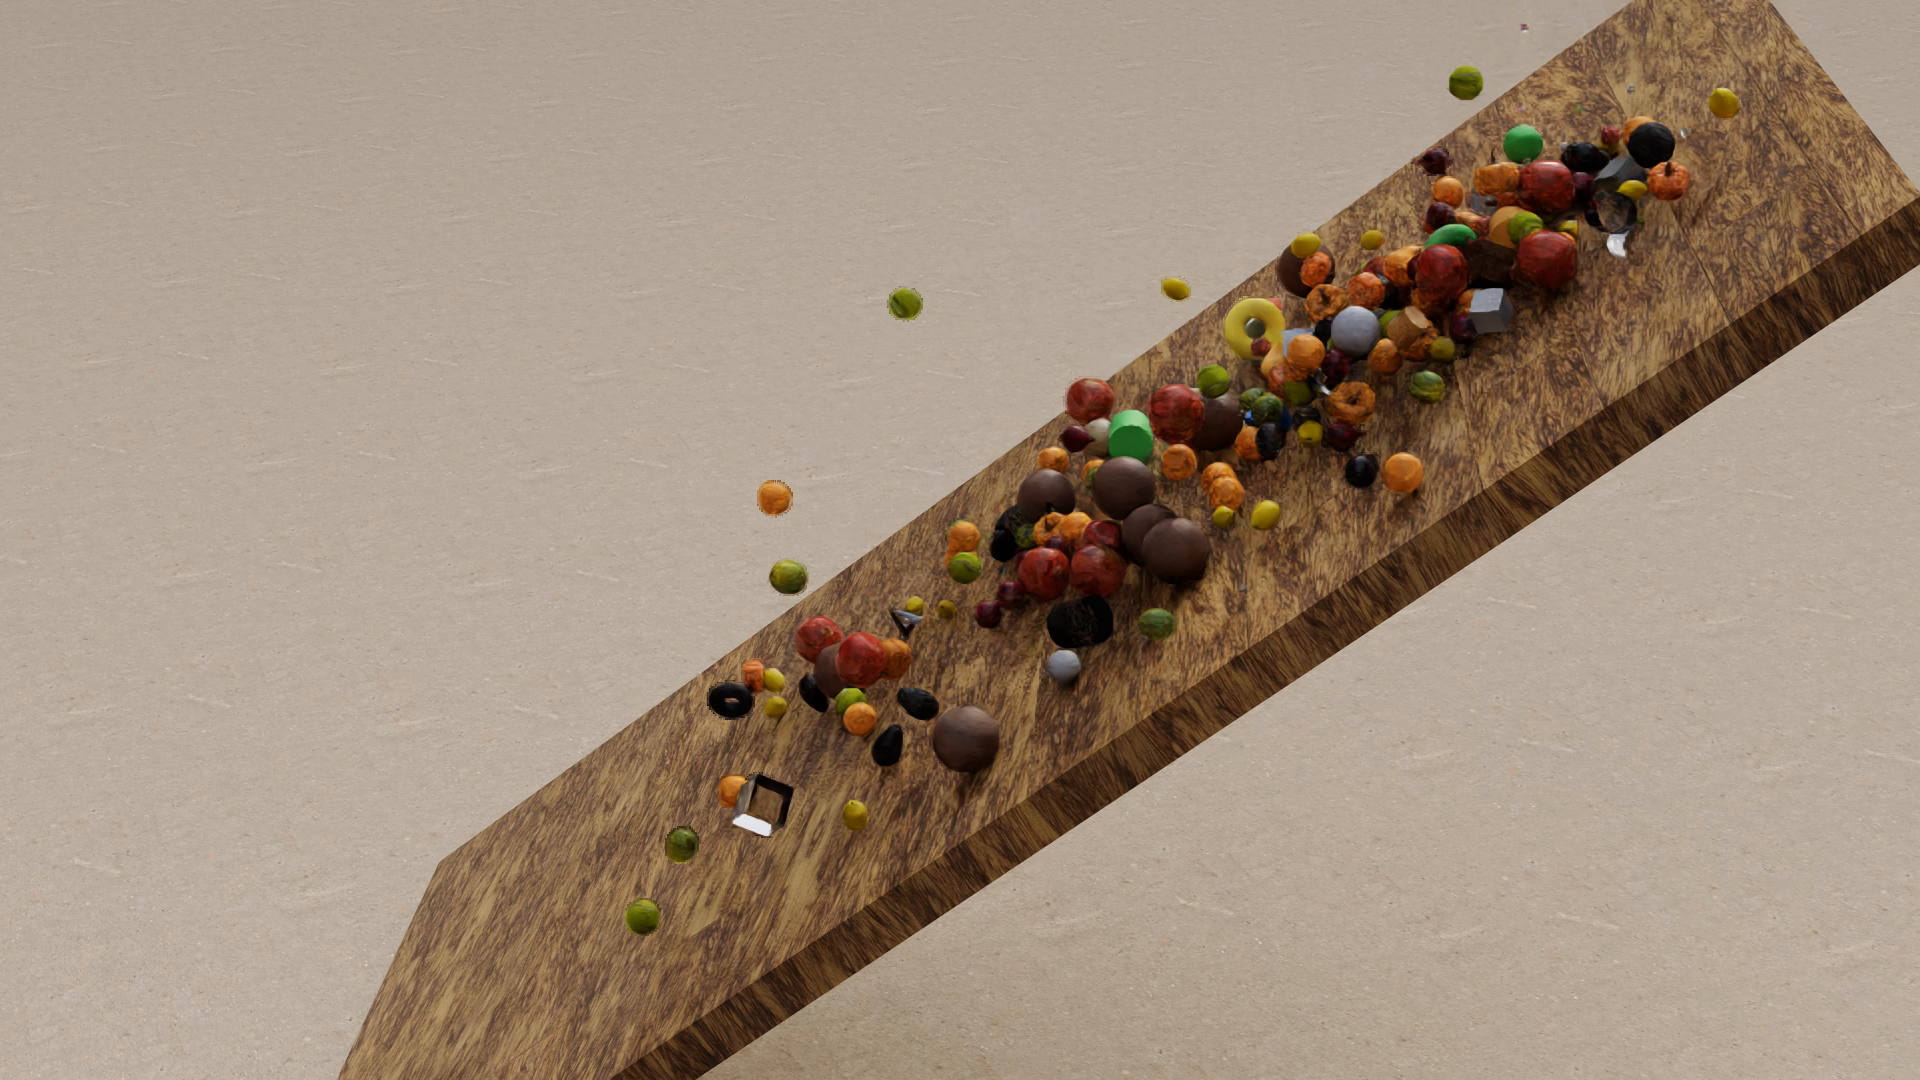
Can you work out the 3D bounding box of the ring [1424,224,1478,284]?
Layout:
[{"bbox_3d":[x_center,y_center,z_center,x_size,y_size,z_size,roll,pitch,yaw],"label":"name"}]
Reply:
[{"bbox_3d":[0.996,-0.578,5.959,0.128,0.128,0.043,-9,24,-20],"label":"ring"}]

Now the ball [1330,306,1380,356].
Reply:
[{"bbox_3d":[0.762,-0.402,5.666,0.096,0.096,0.096,0,23,0],"label":"ball"}]

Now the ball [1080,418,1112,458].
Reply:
[{"bbox_3d":[0.318,-0.230,6.658,0.088,0.088,0.088,0,23,0],"label":"ball"}]

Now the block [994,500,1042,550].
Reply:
[{"bbox_3d":[0.131,-0.033,6.598,0.066,0.066,0.066,-27,21,40],"label":"block"}]

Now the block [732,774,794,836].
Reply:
[{"bbox_3d":[-0.392,0.528,5.851,0.083,0.083,0.083,24,59,-18],"label":"block"}]

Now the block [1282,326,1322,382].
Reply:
[{"bbox_3d":[0.709,-0.382,6.060,0.080,0.080,0.080,-6,66,8],"label":"block"}]

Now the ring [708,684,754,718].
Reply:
[{"bbox_3d":[-0.537,0.377,6.906,0.104,0.104,0.035,0,45,0],"label":"ring"}]

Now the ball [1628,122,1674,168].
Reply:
[{"bbox_3d":[1.345,-0.768,5.722,0.090,0.090,0.090,0,23,0],"label":"ball"}]

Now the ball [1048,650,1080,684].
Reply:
[{"bbox_3d":[0.201,0.244,5.682,0.065,0.065,0.065,0,23,0],"label":"ball"}]

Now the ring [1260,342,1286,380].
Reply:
[{"bbox_3d":[0.697,-0.390,6.297,0.126,0.042,0.126,-37,17,13],"label":"ring"}]

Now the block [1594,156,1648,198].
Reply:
[{"bbox_3d":[1.288,-0.703,5.728,0.060,0.060,0.060,-48,17,-20],"label":"block"}]

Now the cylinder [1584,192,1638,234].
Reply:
[{"bbox_3d":[1.238,-0.622,5.595,0.076,0.076,0.076,-4,11,-9],"label":"cylinder"}]

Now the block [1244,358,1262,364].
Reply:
[{"bbox_3d":[0.652,-0.449,6.485,0.083,0.083,0.083,-43,16,-10],"label":"block"}]

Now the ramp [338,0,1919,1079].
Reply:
[{"bbox_3d":[0.123,0.184,6.336,4.000,0.100,2.000,-36,16,18],"label":"ramp"}]

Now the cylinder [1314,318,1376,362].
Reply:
[{"bbox_3d":[0.777,-0.405,5.941,0.090,0.090,0.090,-8,24,-30],"label":"cylinder"}]

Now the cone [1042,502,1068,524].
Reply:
[{"bbox_3d":[0.213,-0.051,6.412,0.055,0.055,0.055,16,23,-4],"label":"cone"}]

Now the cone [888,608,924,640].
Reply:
[{"bbox_3d":[-0.130,0.172,6.501,0.072,0.072,0.072,37,29,0],"label":"cone"}]

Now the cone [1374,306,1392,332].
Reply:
[{"bbox_3d":[0.853,-0.457,6.047,0.054,0.054,0.054,5,22,-15],"label":"cone"}]

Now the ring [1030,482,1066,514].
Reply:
[{"bbox_3d":[0.196,-0.094,6.599,0.082,0.027,0.082,-2,64,5],"label":"ring"}]

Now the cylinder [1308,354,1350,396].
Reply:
[{"bbox_3d":[0.721,-0.323,5.752,0.057,0.057,0.057,-51,38,-4],"label":"cylinder"}]

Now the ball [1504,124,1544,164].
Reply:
[{"bbox_3d":[1.131,-0.794,5.904,0.078,0.078,0.078,0,23,0],"label":"ball"}]

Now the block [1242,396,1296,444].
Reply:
[{"bbox_3d":[0.631,-0.245,6.008,0.066,0.066,0.066,-43,16,-10],"label":"block"}]

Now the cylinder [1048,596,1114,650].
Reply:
[{"bbox_3d":[0.236,0.162,5.766,0.094,0.094,0.094,-17,1,-34],"label":"cylinder"}]

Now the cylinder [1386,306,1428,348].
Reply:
[{"bbox_3d":[0.851,-0.406,5.600,0.058,0.058,0.058,25,38,-22],"label":"cylinder"}]

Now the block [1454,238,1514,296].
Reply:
[{"bbox_3d":[1.026,-0.530,5.758,0.081,0.081,0.081,14,-20,-26],"label":"block"}]

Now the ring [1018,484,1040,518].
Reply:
[{"bbox_3d":[0.156,-0.083,6.657,0.029,0.087,0.087,-10,25,-21],"label":"ring"}]

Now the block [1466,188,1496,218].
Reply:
[{"bbox_3d":[1.086,-0.702,6.129,0.051,0.051,0.051,-1,-2,-5],"label":"block"}]

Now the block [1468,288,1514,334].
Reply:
[{"bbox_3d":[1.011,-0.436,5.598,0.059,0.059,0.059,-3,50,30],"label":"block"}]

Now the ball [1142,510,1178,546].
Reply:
[{"bbox_3d":[0.404,-0.025,5.931,0.070,0.070,0.070,0,23,0],"label":"ball"}]
